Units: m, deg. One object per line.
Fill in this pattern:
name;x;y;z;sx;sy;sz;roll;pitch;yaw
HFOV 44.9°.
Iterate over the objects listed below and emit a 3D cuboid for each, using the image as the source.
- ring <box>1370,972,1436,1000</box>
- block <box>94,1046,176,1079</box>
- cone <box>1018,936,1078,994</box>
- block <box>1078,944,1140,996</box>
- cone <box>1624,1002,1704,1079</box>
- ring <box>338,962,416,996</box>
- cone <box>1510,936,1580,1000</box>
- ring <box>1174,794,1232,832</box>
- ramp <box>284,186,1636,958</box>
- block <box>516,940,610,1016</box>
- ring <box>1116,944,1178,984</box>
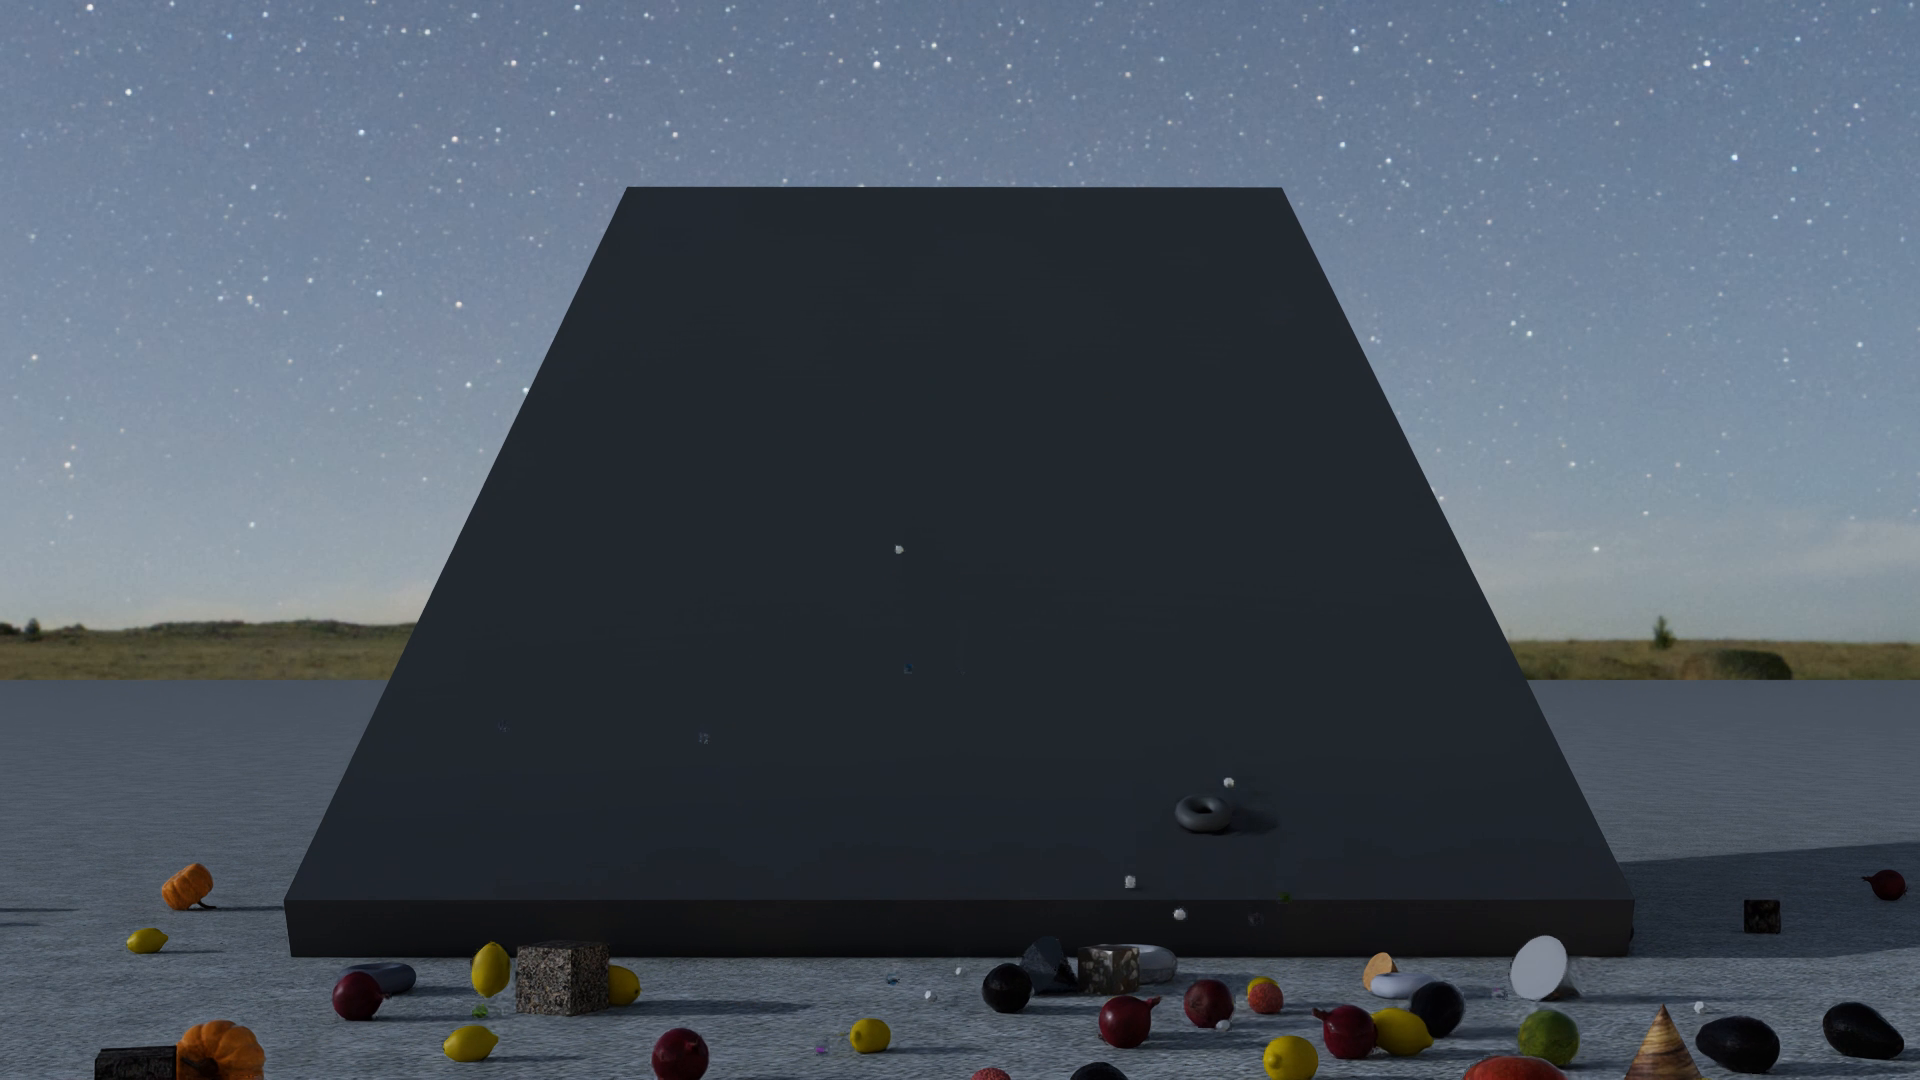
ring;0.582;0.585;3.048;0.086;0.029;0.086;0;-5;0
block;-0.774;0.515;2.180;0.068;0.068;0.068;1;-3;-15
cone;0.135;0.584;3.102;0.083;0.083;0.083;33;-21;-29
block;0.198;0.573;3.099;0.058;0.058;0.058;-3;-4;41
cone;0.714;0.514;2.355;0.090;0.090;0.090;0;-3;0
ring;-0.777;0.585;3.095;0.103;0.034;0.103;-1;-3;0
cone;0.787;0.579;3.049;0.090;0.090;0.090;33;-20;-28
ring;0.381;0.428;3.639;0.089;0.030;0.089;-1;25;0
ramp;-0.008;-0.228;5.287;2.000;0.100;4.000;0;24;0
block;-0.500;0.551;2.926;0.082;0.082;0.082;-2;-4;26
ring;0.236;0.587;3.213;0.131;0.044;0.131;-1;-2;0
